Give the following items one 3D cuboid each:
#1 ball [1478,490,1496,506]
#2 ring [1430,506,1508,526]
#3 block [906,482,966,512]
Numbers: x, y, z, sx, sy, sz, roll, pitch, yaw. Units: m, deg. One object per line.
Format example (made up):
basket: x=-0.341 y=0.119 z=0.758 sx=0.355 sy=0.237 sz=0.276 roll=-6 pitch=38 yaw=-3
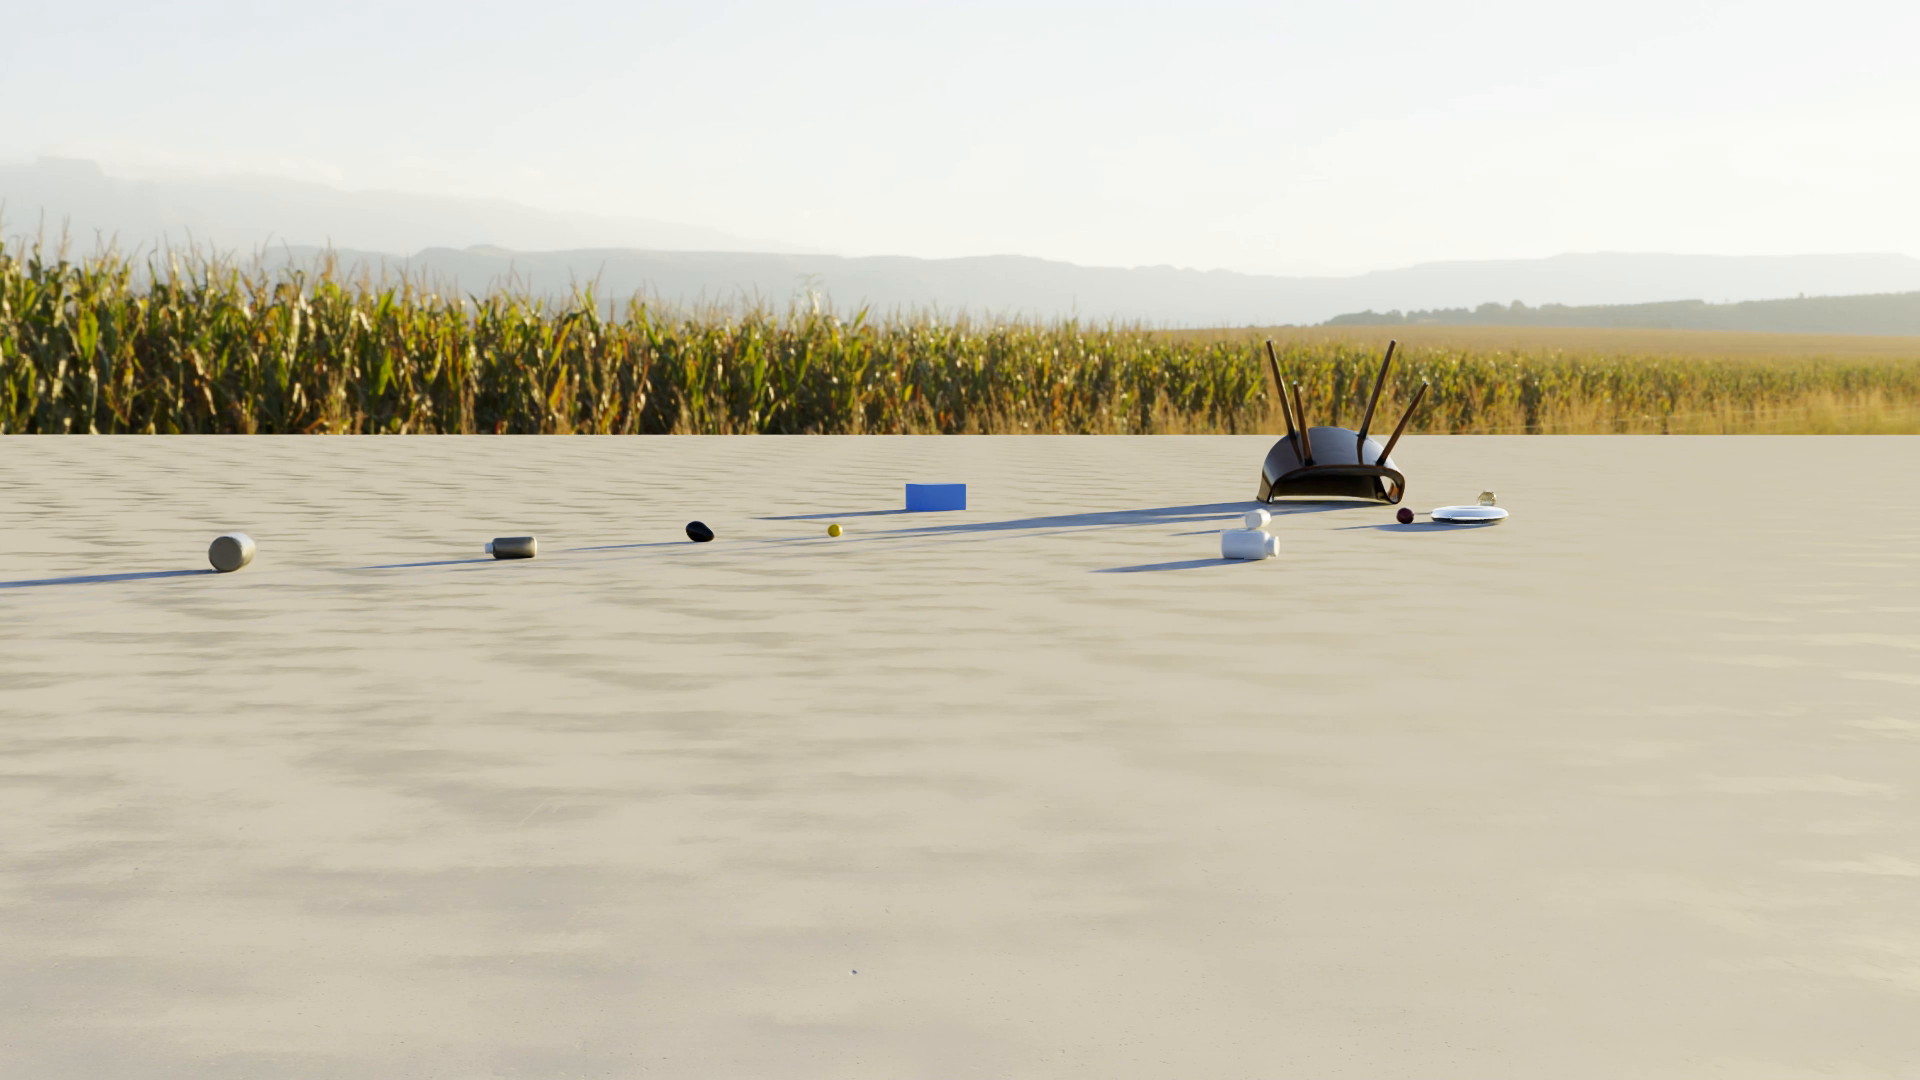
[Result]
ball: x=1.978 y=-0.151 z=8.254 sx=0.067 sy=0.067 sz=0.067 roll=0 pitch=4 yaw=0
ring: x=1.705 y=-0.082 z=7.362 sx=0.258 sy=0.053 sz=0.363 roll=0 pitch=3 yaw=7
block: x=-0.090 y=-0.162 z=8.199 sx=0.181 sy=0.096 sz=0.143 roll=-2 pitch=4 yaw=-26
